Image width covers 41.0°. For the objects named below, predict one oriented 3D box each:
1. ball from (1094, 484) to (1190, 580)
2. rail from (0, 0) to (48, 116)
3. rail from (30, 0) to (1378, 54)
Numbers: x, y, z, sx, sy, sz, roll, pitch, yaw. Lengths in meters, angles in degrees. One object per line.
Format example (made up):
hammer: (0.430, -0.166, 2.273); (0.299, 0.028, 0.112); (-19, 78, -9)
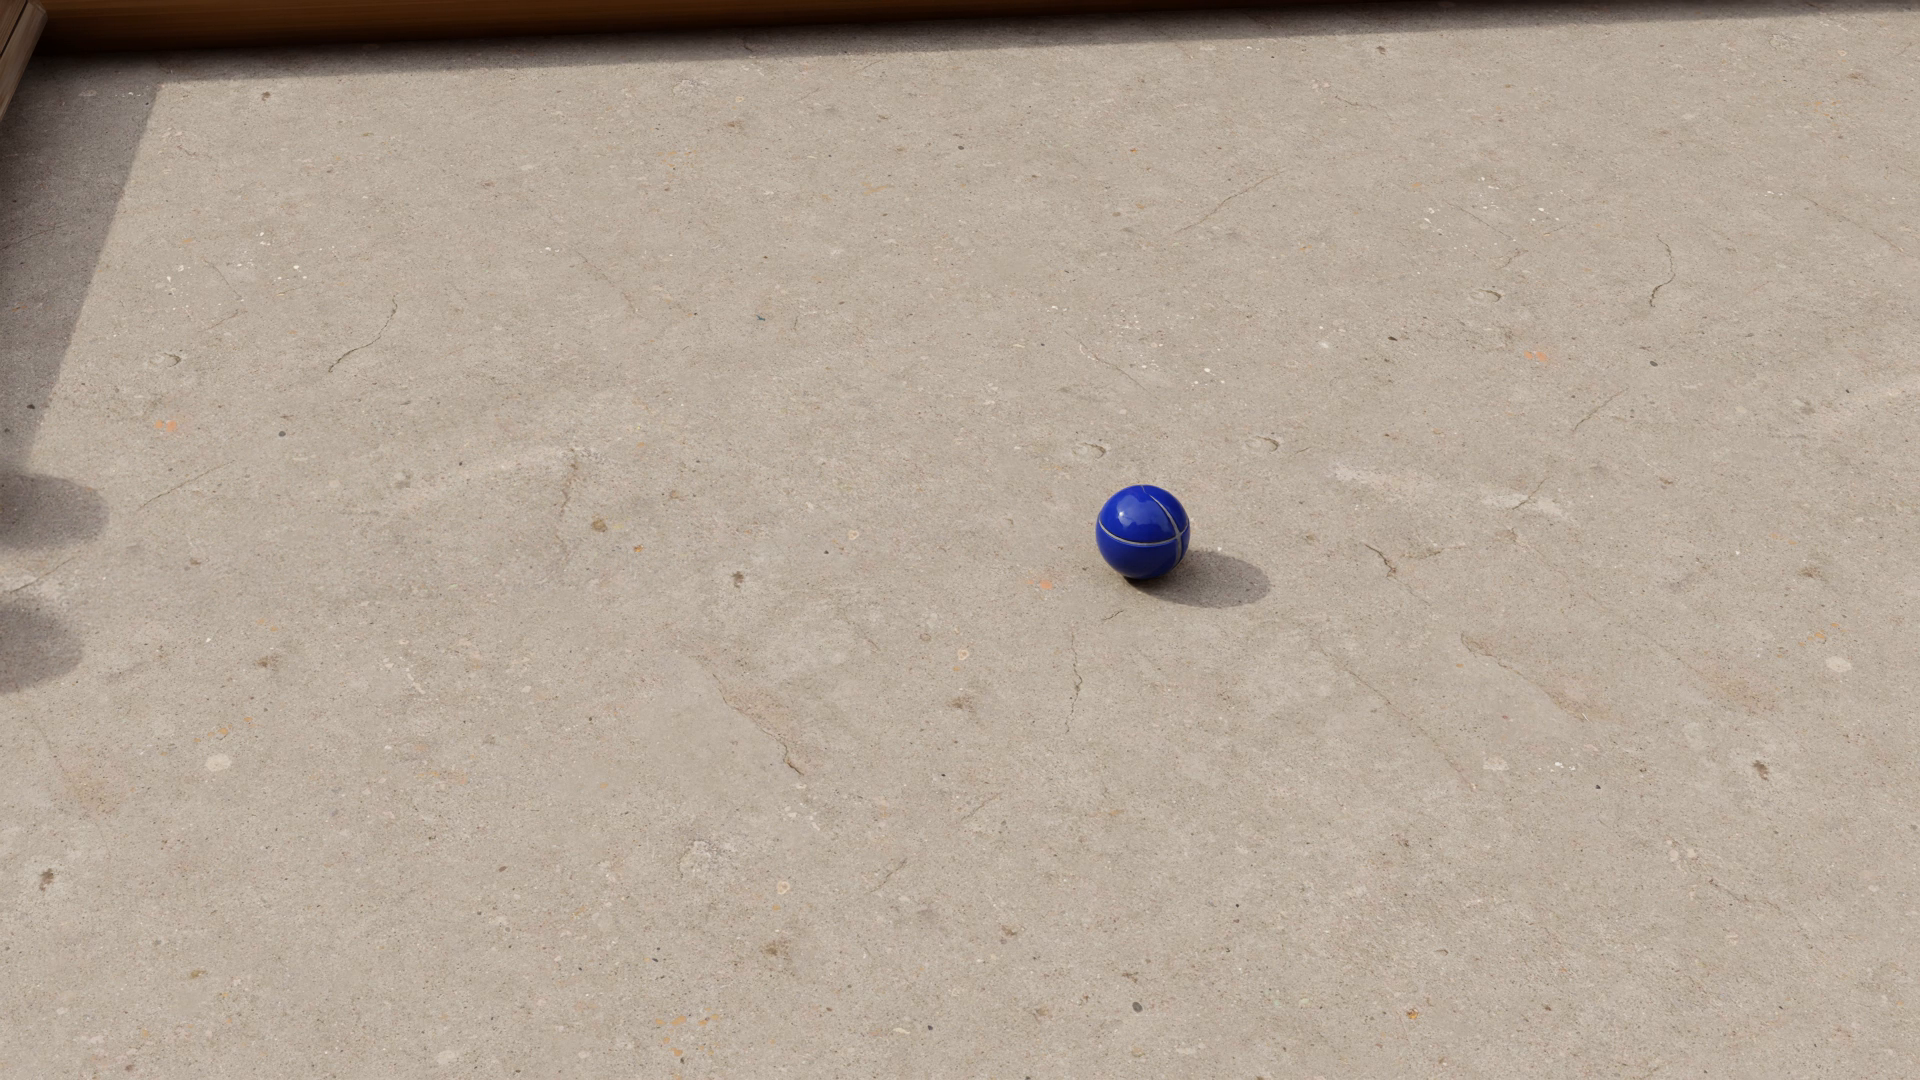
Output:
ball: (0.119, -0.005, 1.673); (0.062, 0.062, 0.062); (0, 36, 0)
rail: (-0.748, 0.024, 1.586); (0.045, 0.115, 1.758); (-3, 36, -4)
rail: (0.691, -0.559, 2.392); (3.098, 0.115, 0.045); (-3, 36, -4)
